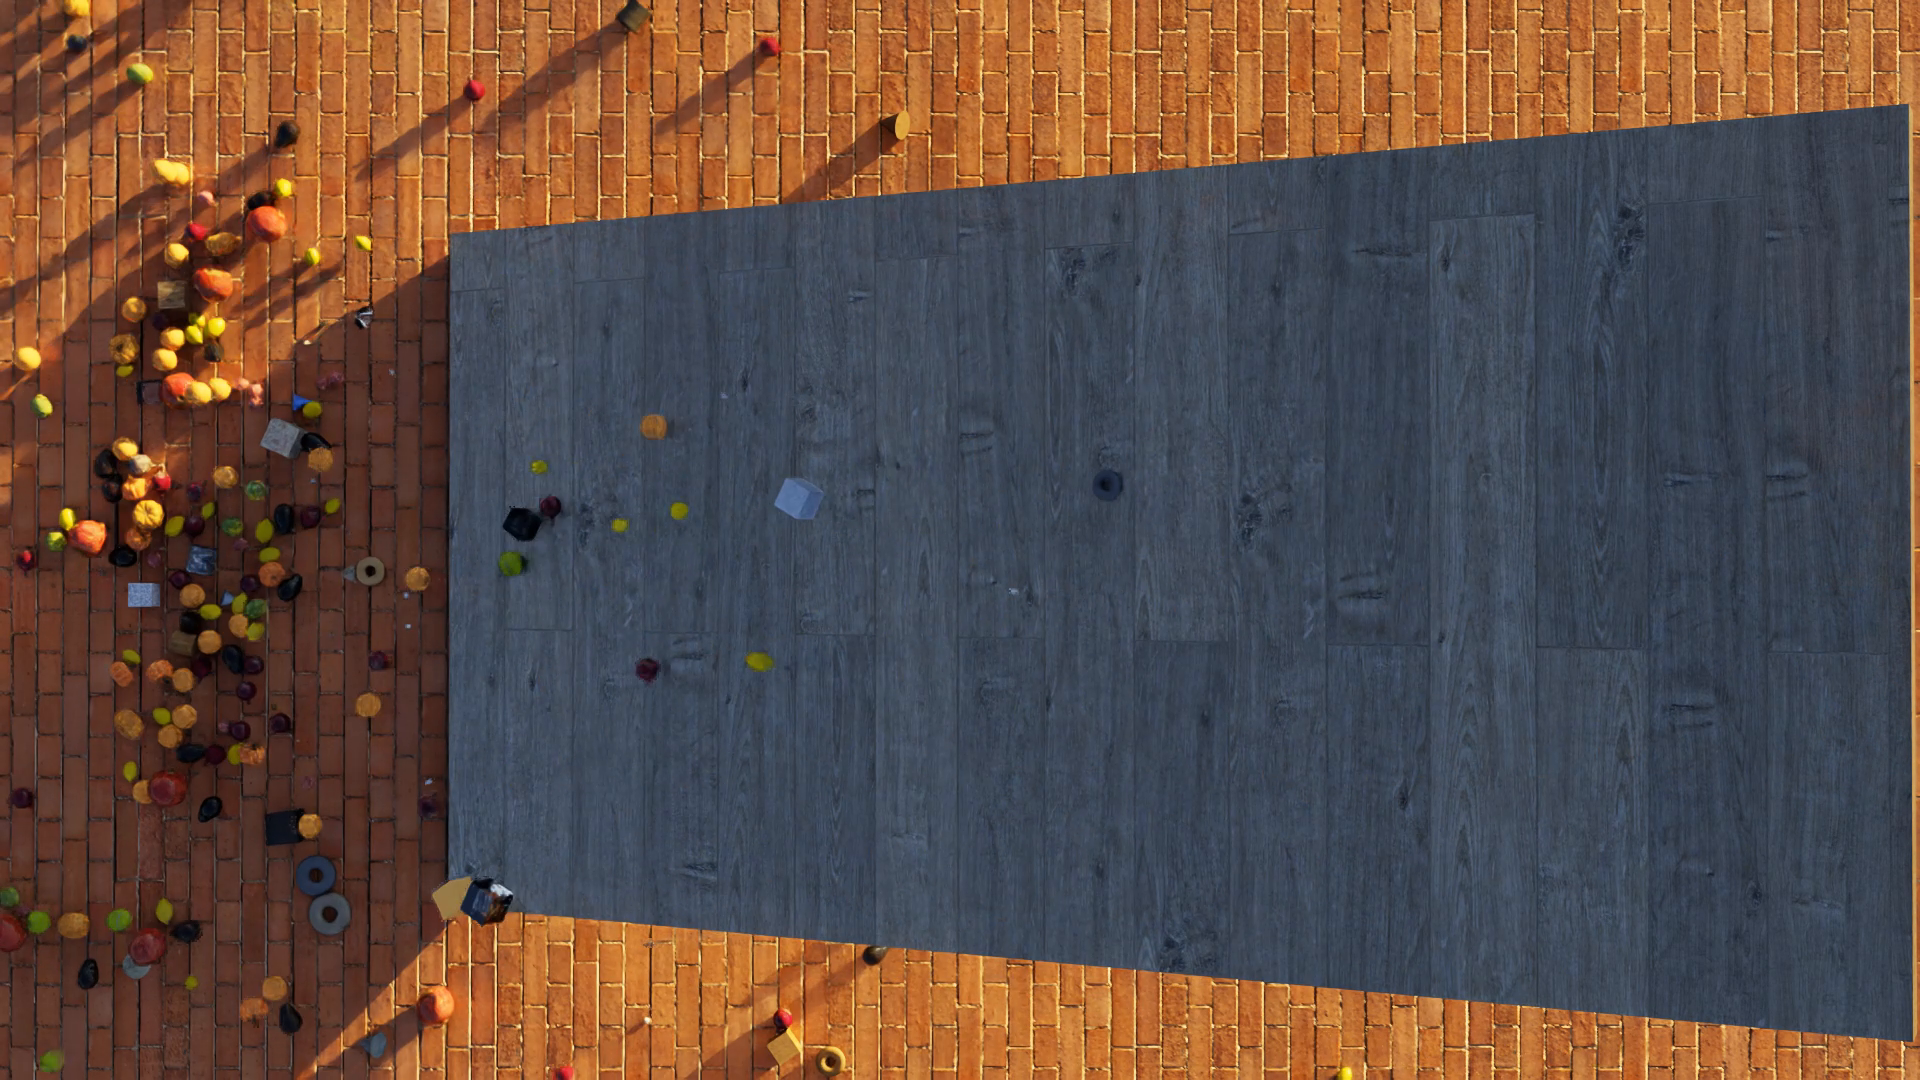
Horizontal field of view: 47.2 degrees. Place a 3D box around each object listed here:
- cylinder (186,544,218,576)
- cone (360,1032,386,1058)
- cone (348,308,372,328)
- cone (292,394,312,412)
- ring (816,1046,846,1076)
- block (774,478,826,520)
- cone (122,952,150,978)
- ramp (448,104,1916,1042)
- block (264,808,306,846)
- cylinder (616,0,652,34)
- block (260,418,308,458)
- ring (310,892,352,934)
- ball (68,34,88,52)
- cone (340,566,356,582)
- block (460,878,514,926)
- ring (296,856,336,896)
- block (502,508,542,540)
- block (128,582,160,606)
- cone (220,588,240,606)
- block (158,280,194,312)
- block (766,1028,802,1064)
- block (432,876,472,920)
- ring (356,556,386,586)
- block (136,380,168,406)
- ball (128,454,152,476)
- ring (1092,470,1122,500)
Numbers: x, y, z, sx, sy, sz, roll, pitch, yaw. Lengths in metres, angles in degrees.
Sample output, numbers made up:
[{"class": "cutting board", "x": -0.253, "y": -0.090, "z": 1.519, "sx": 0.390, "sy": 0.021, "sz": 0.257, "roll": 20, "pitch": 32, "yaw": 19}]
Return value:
[{"class": "cylinder", "x": -2.270, "y": 0.061, "z": 6.588, "sx": 0.078, "sy": 0.078, "sz": 0.078, "roll": 12, "pitch": 89, "yaw": 0}, {"class": "cone", "x": -1.773, "y": 1.510, "z": 6.596, "sx": 0.074, "sy": 0.074, "sz": 0.074, "roll": 3, "pitch": 89, "yaw": 27}, {"class": "cone", "x": -1.819, "y": -0.679, "z": 6.620, "sx": 0.066, "sy": 0.066, "sz": 0.066, "roll": 22, "pitch": 89, "yaw": 27}, {"class": "cone", "x": -1.974, "y": -0.416, "z": 6.620, "sx": 0.057, "sy": 0.057, "sz": 0.057, "roll": -4, "pitch": 89, "yaw": -27}, {"class": "ring", "x": -0.388, "y": 1.565, "z": 6.597, "sx": 0.089, "sy": 0.030, "sz": 0.089, "roll": 0, "pitch": 88, "yaw": -1}, {"class": "block", "x": -0.432, "y": -0.111, "z": 5.926, "sx": 0.083, "sy": 0.083, "sz": 0.083, "roll": 31, "pitch": 104, "yaw": 24}, {"class": "cone", "x": -2.477, "y": 1.278, "z": 6.573, "sx": 0.083, "sy": 0.083, "sz": 0.083, "roll": 0, "pitch": 89, "yaw": 0}, {"class": "ramp", "x": 0.277, "y": 0.078, "z": 5.656, "sx": 4.000, "sy": 0.100, "sz": 2.000, "roll": 0, "pitch": 89, "yaw": 28}, {"class": "block", "x": -2.015, "y": 0.858, "z": 6.573, "sx": 0.091, "sy": 0.091, "sz": 0.091, "roll": -6, "pitch": 89, "yaw": 0}, {"class": "cylinder", "x": -0.981, "y": -1.574, "z": 6.607, "sx": 0.075, "sy": 0.075, "sz": 0.075, "roll": 40, "pitch": 88, "yaw": 0}, {"class": "block", "x": -2.023, "y": -0.305, "z": 6.586, "sx": 0.091, "sy": 0.091, "sz": 0.091, "roll": 24, "pitch": 89, "yaw": 0}, {"class": "ring", "x": -1.888, "y": 1.120, "z": 6.595, "sx": 0.130, "sy": 0.043, "sz": 0.130, "roll": 0, "pitch": 89, "yaw": 1}, {"class": "ball", "x": -2.656, "y": -1.494, "z": 6.616, "sx": 0.056, "sy": 0.056, "sz": 0.056, "roll": 0, "pitch": 89, "yaw": 0}, {"class": "cone", "x": -1.829, "y": 0.111, "z": 6.615, "sx": 0.051, "sy": 0.051, "sz": 0.051, "roll": -30, "pitch": 116, "yaw": 0}, {"class": "block", "x": -1.377, "y": 1.053, "z": 6.402, "sx": 0.092, "sy": 0.092, "sz": 0.092, "roll": 29, "pitch": 103, "yaw": 25}, {"class": "ring", "x": -1.931, "y": 1.006, "z": 6.597, "sx": 0.123, "sy": 0.041, "sz": 0.123, "roll": 0, "pitch": 88, "yaw": 1}, {"class": "block", "x": -1.267, "y": -0.047, "z": 6.371, "sx": 0.067, "sy": 0.067, "sz": 0.067, "roll": 35, "pitch": 105, "yaw": 23}, {"class": "block", "x": -2.445, "y": 0.164, "z": 6.591, "sx": 0.070, "sy": 0.070, "sz": 0.070, "roll": 1, "pitch": 89, "yaw": 0}, {"class": "cone", "x": -2.190, "y": 0.178, "z": 6.614, "sx": 0.054, "sy": 0.054, "sz": 0.054, "roll": 16, "pitch": 89, "yaw": -26}, {"class": "block", "x": -2.351, "y": -0.731, "z": 6.596, "sx": 0.080, "sy": 0.080, "sz": 0.080, "roll": -3, "pitch": 89, "yaw": 0}, {"class": "block", "x": -0.526, "y": 1.513, "z": 6.576, "sx": 0.073, "sy": 0.073, "sz": 0.073, "roll": -34, "pitch": 89, "yaw": 0}, {"class": "block", "x": -1.478, "y": 1.051, "z": 6.459, "sx": 0.085, "sy": 0.085, "sz": 0.085, "roll": -35, "pitch": 74, "yaw": 23}, {"class": "ring", "x": -1.772, "y": 0.093, "z": 6.613, "sx": 0.089, "sy": 0.030, "sz": 0.089, "roll": 0, "pitch": 90, "yaw": -1}, {"class": "block", "x": -2.424, "y": -0.443, "z": 6.601, "sx": 0.064, "sy": 0.064, "sz": 0.064, "roll": -9, "pitch": 89, "yaw": 0}, {"class": "ball", "x": -2.459, "y": -0.226, "z": 6.598, "sx": 0.066, "sy": 0.066, "sz": 0.066, "roll": 0, "pitch": 89, "yaw": 0}, {"class": "ring", "x": 0.370, "y": -0.137, "z": 5.539, "sx": 0.078, "sy": 0.026, "sz": 0.078, "roll": -1, "pitch": 89, "yaw": 29}]
